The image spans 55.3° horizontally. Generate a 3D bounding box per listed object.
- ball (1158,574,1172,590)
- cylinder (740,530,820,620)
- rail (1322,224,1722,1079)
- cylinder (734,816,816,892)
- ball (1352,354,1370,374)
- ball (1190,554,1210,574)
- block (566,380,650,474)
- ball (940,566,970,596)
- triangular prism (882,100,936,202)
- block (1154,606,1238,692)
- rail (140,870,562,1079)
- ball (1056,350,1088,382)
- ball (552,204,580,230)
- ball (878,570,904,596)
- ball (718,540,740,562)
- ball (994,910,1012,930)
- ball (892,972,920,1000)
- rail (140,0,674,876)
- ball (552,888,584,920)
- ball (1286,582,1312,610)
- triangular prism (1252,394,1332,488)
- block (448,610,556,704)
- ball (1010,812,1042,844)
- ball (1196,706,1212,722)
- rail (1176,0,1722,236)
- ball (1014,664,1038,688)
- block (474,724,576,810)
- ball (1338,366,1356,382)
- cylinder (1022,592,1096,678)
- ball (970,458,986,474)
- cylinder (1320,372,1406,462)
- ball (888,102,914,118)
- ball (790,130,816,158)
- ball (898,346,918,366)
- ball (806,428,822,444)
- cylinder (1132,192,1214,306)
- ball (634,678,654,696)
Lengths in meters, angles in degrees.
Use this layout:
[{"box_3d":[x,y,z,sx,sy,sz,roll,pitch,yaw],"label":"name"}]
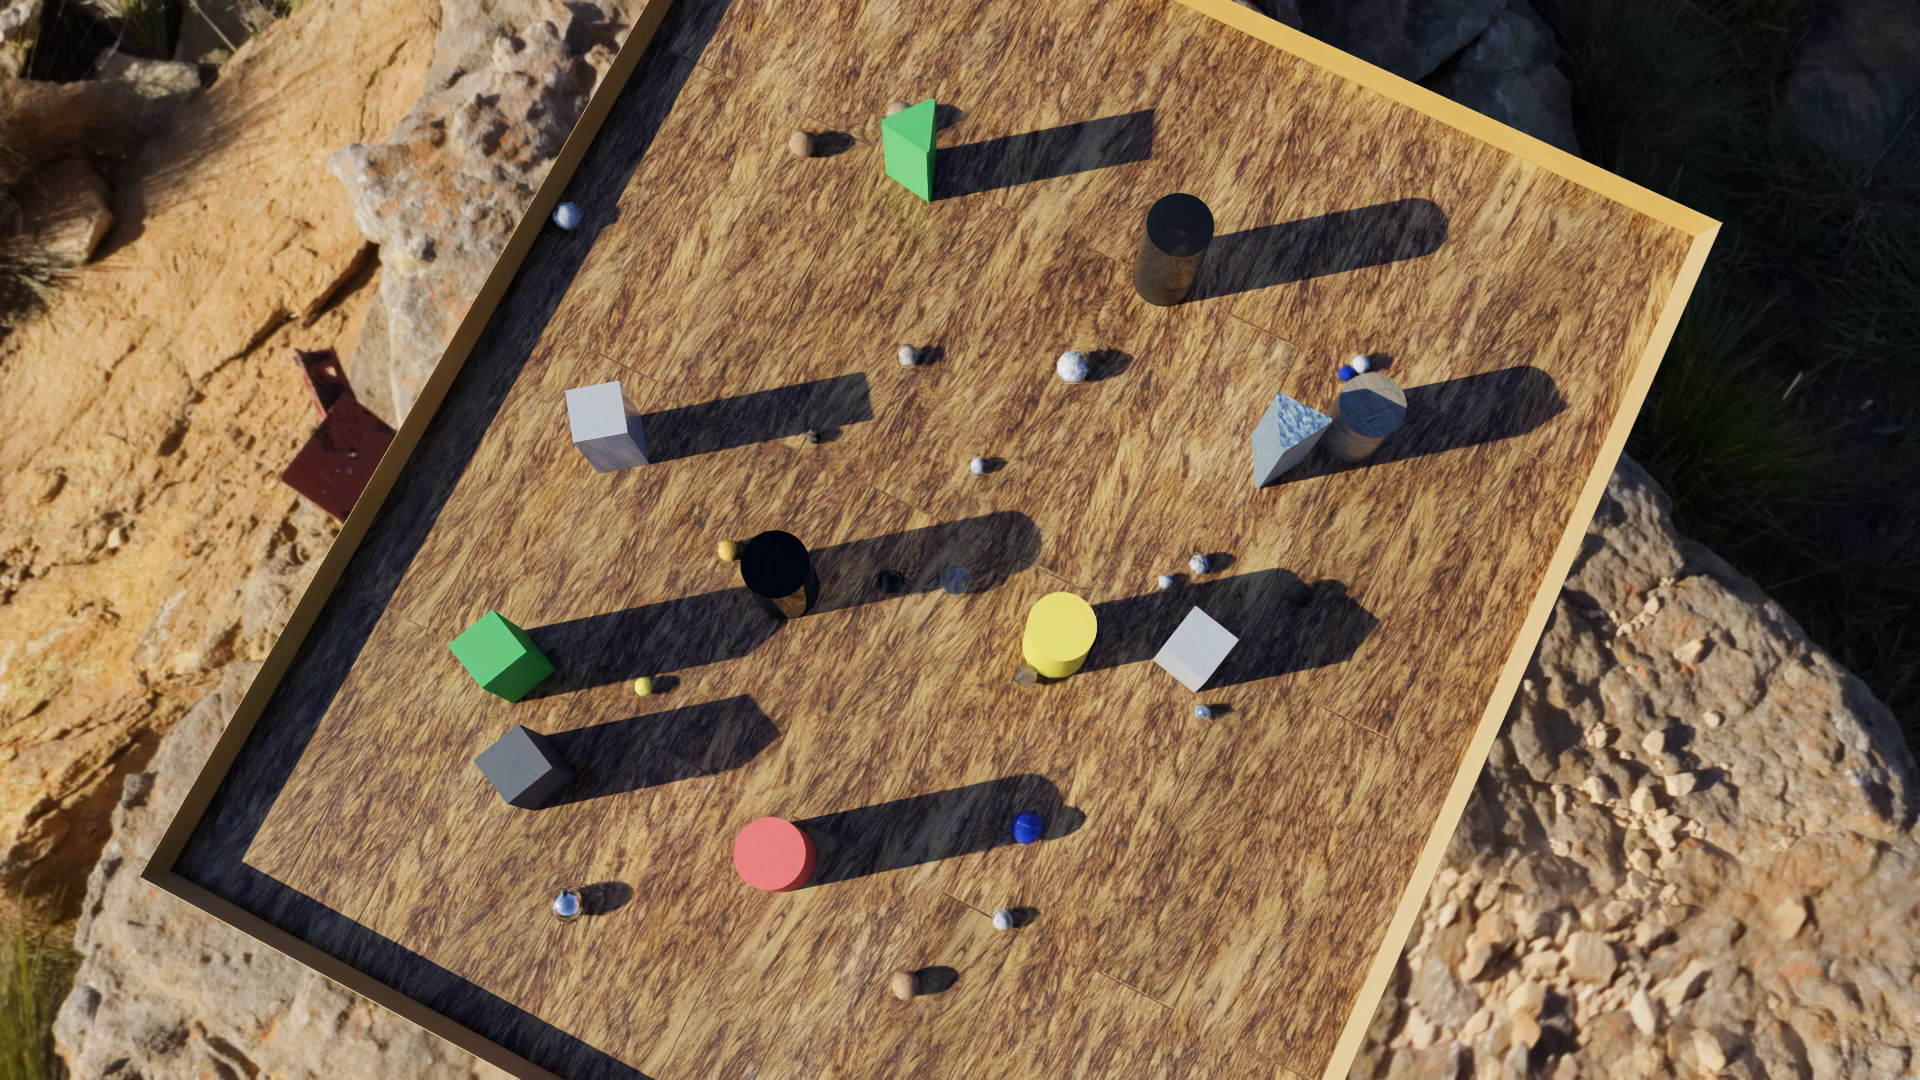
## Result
[{"box_3d":[0.623,0.127,5.568,0.044,0.044,0.044,0,78,0],"label":"ball"},{"box_3d":[-0.527,0.107,5.405,0.199,0.372,0.199,0,78,0],"label":"cylinder"},{"box_3d":[1.473,0.728,5.399,0.045,0.129,3.905,26,80,5],"label":"rail"},{"box_3d":[-0.523,0.901,5.226,0.199,0.400,0.199,0,78,0],"label":"cylinder"},{"box_3d":[1.248,-0.547,5.700,0.059,0.059,0.059,0,78,0],"label":"ball"},{"box_3d":[0.728,0.073,5.570,0.061,0.061,0.061,0,78,0],"label":"ball"},{"box_3d":[-1.053,-0.334,5.492,0.159,0.380,0.159,-11,79,-2],"label":"block"},{"box_3d":[-0.014,0.122,5.546,0.089,0.089,0.089,0,78,0],"label":"ball"},{"box_3d":[-0.122,-1.225,5.674,0.172,0.385,0.149,35,80,7],"label":"triangular prism"},{"box_3d":[0.695,0.325,5.418,0.159,0.257,0.159,38,81,7],"label":"block"},{"box_3d":[-0.863,1.696,5.198,3.342,0.129,0.045,26,80,5],"label":"rail"},{"box_3d":[0.349,-0.538,5.677,0.099,0.099,0.099,0,78,0],"label":"ball"},{"box_3d":[-1.242,-1.019,5.784,0.085,0.085,0.085,0,78,0],"label":"ball"},{"box_3d":[-0.207,0.128,5.550,0.079,0.079,0.079,0,78,0],"label":"ball"},{"box_3d":[-0.705,0.032,5.577,0.065,0.065,0.065,0,78,0],"label":"ball"},{"box_3d":[0.126,1.112,5.357,0.058,0.058,0.058,0,78,0],"label":"ball"},{"box_3d":[-0.155,1.292,5.308,0.080,0.080,0.080,0,78,0],"label":"ball"},{"box_3d":[-1.473,-0.715,5.698,0.045,0.129,3.905,26,80,5],"label":"rail"},{"box_3d":[-1.144,1.064,5.348,0.095,0.095,0.095,0,78,0],"label":"ball"},{"box_3d":[1.027,0.169,5.541,0.079,0.079,0.079,0,78,0],"label":"ball"},{"box_3d":[0.947,-0.312,5.447,0.172,0.459,0.149,-32,80,-6],"label":"triangular prism"},{"box_3d":[-1.333,0.344,5.350,0.159,0.382,0.159,-40,81,-8],"label":"block"},{"box_3d":[0.195,0.848,5.393,0.094,0.094,0.094,0,78,0],"label":"ball"},{"box_3d":[0.728,0.518,5.485,0.047,0.047,0.047,0,78,0],"label":"ball"},{"box_3d":[0.863,-1.683,5.898,3.342,0.129,0.045,26,80,5],"label":"rail"},{"box_3d":[0.196,0.408,5.483,0.071,0.071,0.071,0,78,0],"label":"ball"},{"box_3d":[-1.256,0.662,5.309,0.159,0.333,0.159,-39,81,-7],"label":"block"},{"box_3d":[1.201,-0.516,5.697,0.053,0.053,0.053,0,78,0],"label":"ball"},{"box_3d":[0.288,0.282,5.368,0.199,0.372,0.199,0,78,0],"label":"cylinder"},{"box_3d":[0.055,-0.227,5.639,0.048,0.048,0.048,0,78,0],"label":"ball"},{"box_3d":[1.215,-0.367,5.538,0.199,0.303,0.199,0,78,0],"label":"cylinder"},{"box_3d":[-0.184,-1.350,5.846,0.097,0.097,0.097,0,78,0],"label":"ball"},{"box_3d":[-0.500,-1.261,5.834,0.085,0.085,0.085,0,78,0],"label":"ball"},{"box_3d":[-0.161,-0.572,5.703,0.063,0.063,0.063,0,78,0],"label":"ball"},{"box_3d":[-0.450,-0.321,5.659,0.047,0.047,0.047,0,78,0],"label":"ball"},{"box_3d":[0.644,-0.876,5.572,0.199,0.442,0.199,0,78,0],"label":"cylinder"},{"box_3d":[-0.949,0.440,5.497,0.056,0.056,0.056,0,78,0],"label":"ball"}]
